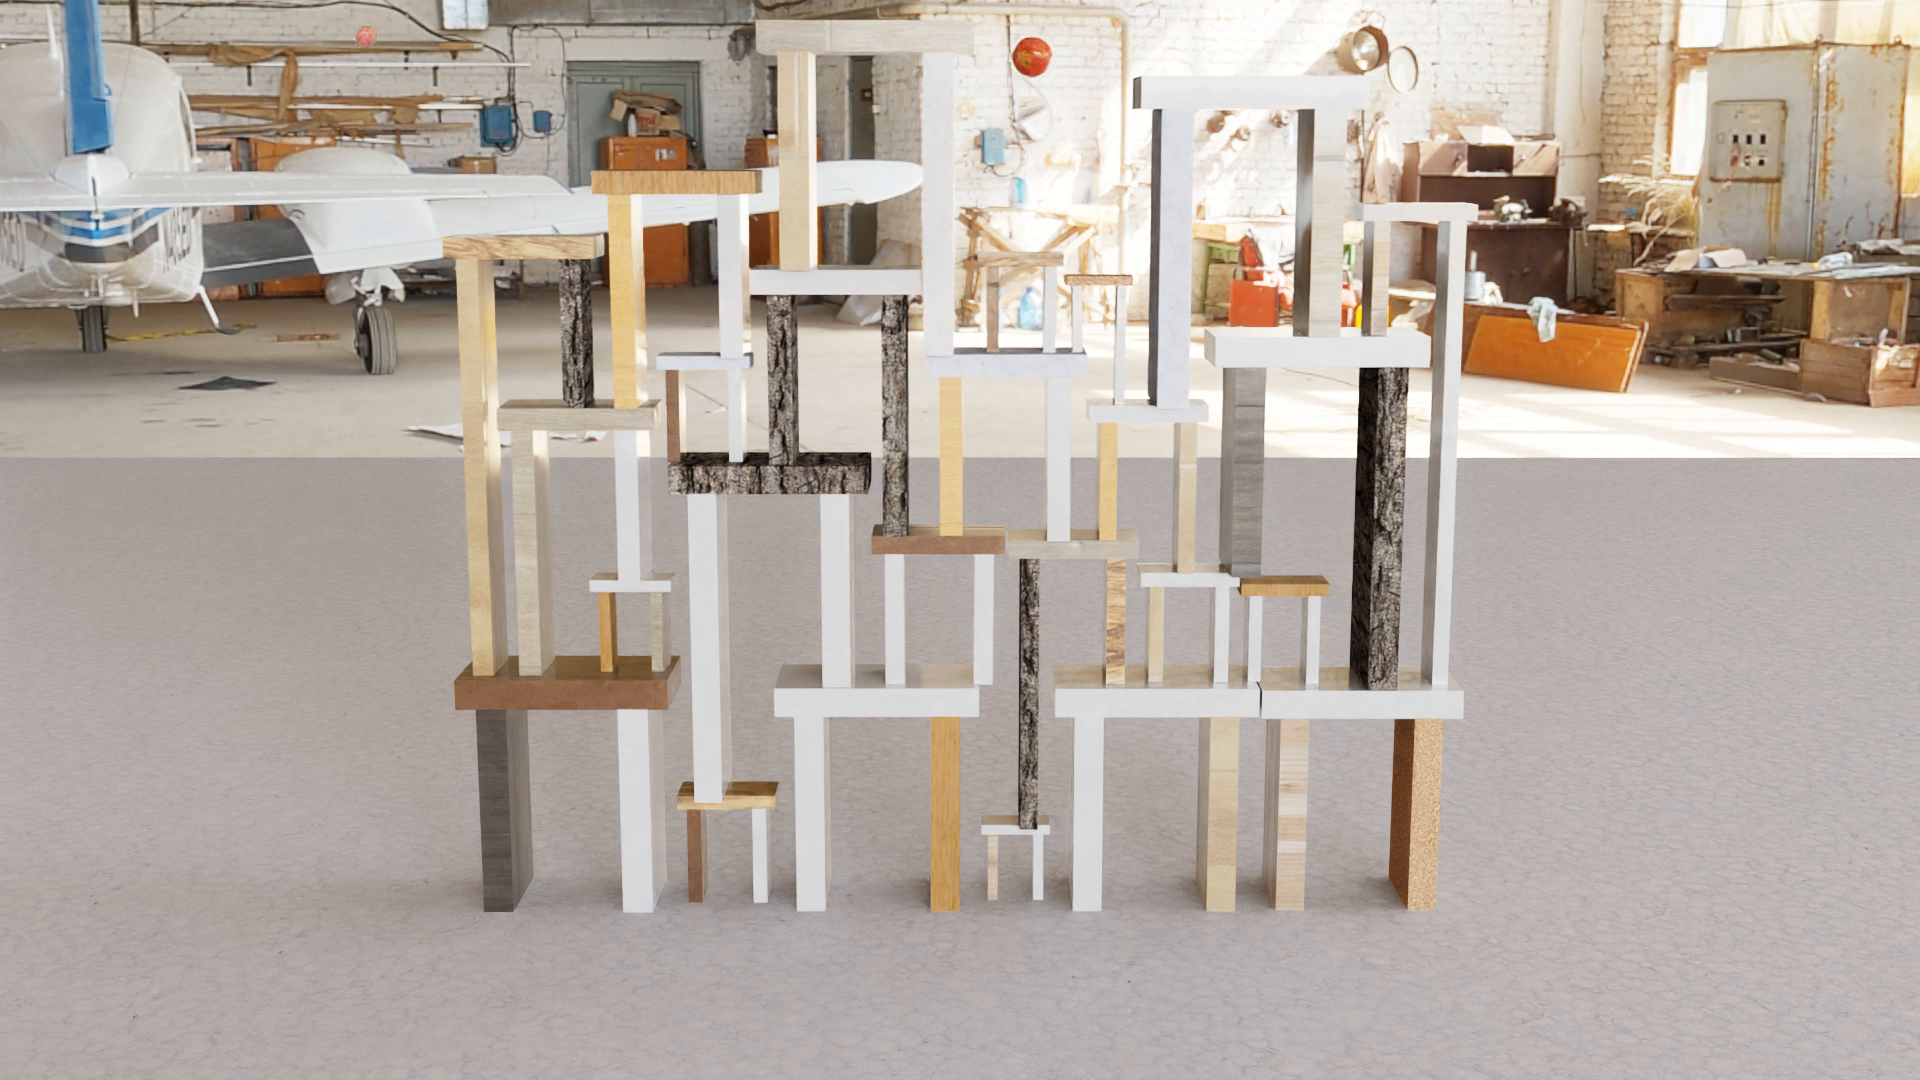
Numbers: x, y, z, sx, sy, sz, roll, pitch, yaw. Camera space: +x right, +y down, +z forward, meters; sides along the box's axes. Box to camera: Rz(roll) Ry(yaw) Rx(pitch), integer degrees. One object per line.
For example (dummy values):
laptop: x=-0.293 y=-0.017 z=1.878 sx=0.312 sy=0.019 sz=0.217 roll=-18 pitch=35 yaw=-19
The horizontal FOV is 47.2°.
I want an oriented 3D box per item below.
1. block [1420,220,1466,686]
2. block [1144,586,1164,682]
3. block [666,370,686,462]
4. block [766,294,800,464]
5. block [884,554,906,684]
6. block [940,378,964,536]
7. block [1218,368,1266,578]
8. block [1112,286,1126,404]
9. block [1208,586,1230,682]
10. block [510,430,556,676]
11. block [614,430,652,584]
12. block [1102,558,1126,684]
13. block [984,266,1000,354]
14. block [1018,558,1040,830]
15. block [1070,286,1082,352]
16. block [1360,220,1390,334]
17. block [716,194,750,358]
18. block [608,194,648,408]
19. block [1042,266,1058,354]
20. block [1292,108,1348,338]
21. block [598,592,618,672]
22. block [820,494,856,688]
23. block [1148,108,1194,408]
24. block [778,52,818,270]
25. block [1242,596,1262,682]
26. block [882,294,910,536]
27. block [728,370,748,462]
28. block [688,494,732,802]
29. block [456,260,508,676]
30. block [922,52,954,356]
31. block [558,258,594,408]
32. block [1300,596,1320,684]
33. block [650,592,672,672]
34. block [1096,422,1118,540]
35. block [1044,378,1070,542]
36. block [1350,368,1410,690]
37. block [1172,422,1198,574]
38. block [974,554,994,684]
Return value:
block: x=0.776 y=-0.139 z=3.535 sx=0.025 sy=0.744 sz=0.089 roll=0 pitch=11 yaw=0
block: x=0.317 y=0.146 z=3.584 sx=0.022 sy=0.158 sz=0.079 roll=0 pitch=11 yaw=0
block: x=-0.455 y=-0.203 z=3.524 sx=0.021 sy=0.148 sz=0.074 roll=0 pitch=11 yaw=0
block: x=-0.282 y=-0.262 z=3.513 sx=0.038 sy=0.268 sz=0.134 roll=0 pitch=11 yaw=0
block: x=-0.105 y=0.118 z=3.577 sx=0.030 sy=0.213 sz=0.107 roll=0 pitch=11 yaw=0
block: x=-0.013 y=-0.142 z=3.535 sx=0.036 sy=0.253 sz=0.126 roll=0 pitch=10 yaw=2
block: x=0.454 y=-0.120 z=3.542 sx=0.047 sy=0.335 sz=0.167 roll=0 pitch=10 yaw=0
block: x=0.254 y=-0.312 z=3.499 sx=0.015 sy=0.186 sz=0.053 roll=0 pitch=11 yaw=0
block: x=0.422 y=0.146 z=3.584 sx=0.022 sy=0.158 sz=0.079 roll=0 pitch=11 yaw=0
block: x=-0.691 y=0.012 z=3.565 sx=0.035 sy=0.397 sz=0.124 roll=0 pitch=11 yaw=0
block: x=-0.528 y=-0.063 z=3.561 sx=0.035 sy=0.248 sz=0.124 roll=0 pitch=10 yaw=1
block: x=0.251 y=0.122 z=3.581 sx=0.029 sy=0.207 sz=0.103 roll=0 pitch=11 yaw=0
block: x=0.051 y=-0.367 z=3.487 sx=0.019 sy=0.135 sz=0.067 roll=0 pitch=11 yaw=-2
block: x=0.112 y=0.242 z=3.603 sx=0.029 sy=0.452 sz=0.104 roll=0 pitch=11 yaw=0
block: x=0.185 y=-0.352 z=3.488 sx=0.015 sy=0.105 sz=0.053 roll=-1 pitch=10 yaw=-1
block: x=0.658 y=-0.418 z=3.484 sx=0.025 sy=0.177 sz=0.089 roll=0 pitch=11 yaw=0
block: x=-0.358 y=-0.421 z=3.483 sx=0.036 sy=0.253 sz=0.126 roll=0 pitch=10 yaw=0
block: x=-0.527 y=-0.382 z=3.493 sx=0.036 sy=0.333 sz=0.126 roll=0 pitch=10 yaw=0
block: x=0.142 y=-0.368 z=3.486 sx=0.019 sy=0.135 sz=0.067 roll=1 pitch=11 yaw=0
block: x=0.566 y=-0.501 z=3.465 sx=0.049 sy=0.348 sz=0.174 roll=0 pitch=11 yaw=0
block: x=-0.574 y=0.144 z=3.587 sx=0.018 sy=0.131 sz=0.065 roll=-1 pitch=11 yaw=-1
block: x=-0.198 y=0.068 z=3.570 sx=0.044 sy=0.314 sz=0.157 roll=0 pitch=10 yaw=0
block: x=0.332 y=-0.447 z=3.474 sx=0.049 sy=0.459 sz=0.174 roll=0 pitch=11 yaw=0
block: x=-0.254 y=-0.594 z=3.450 sx=0.047 sy=0.330 sz=0.165 roll=0 pitch=10 yaw=0
block: x=0.477 y=0.154 z=3.589 sx=0.020 sy=0.141 sz=0.071 roll=0 pitch=11 yaw=0
block: x=-0.103 y=-0.206 z=3.523 sx=0.038 sy=0.383 sz=0.134 roll=0 pitch=10 yaw=0
block: x=-0.357 y=-0.203 z=3.524 sx=0.021 sy=0.148 sz=0.074 roll=0 pitch=10 yaw=0
block: x=-0.407 y=0.162 z=3.587 sx=0.044 sy=0.505 sz=0.157 roll=0 pitch=11 yaw=0
block: x=-0.768 y=-0.120 z=3.538 sx=0.033 sy=0.667 sz=0.117 roll=0 pitch=11 yaw=0
block: x=-0.033 y=-0.529 z=3.464 sx=0.047 sy=0.463 sz=0.165 roll=0 pitch=10 yaw=0
block: x=-0.610 y=-0.333 z=3.503 sx=0.033 sy=0.234 sz=0.117 roll=0 pitch=10 yaw=-2
block: x=0.571 y=0.156 z=3.589 sx=0.020 sy=0.145 sz=0.071 roll=0 pitch=11 yaw=0
block: x=-0.488 y=0.144 z=3.588 sx=0.018 sy=0.131 sz=0.065 roll=1 pitch=11 yaw=4
block: x=0.236 y=-0.102 z=3.539 sx=0.027 sy=0.189 sz=0.095 roll=0 pitch=11 yaw=0
block: x=0.156 y=-0.138 z=3.536 sx=0.036 sy=0.261 sz=0.126 roll=0 pitch=11 yaw=0
block: x=0.677 y=-0.029 z=3.559 sx=0.047 sy=0.520 sz=0.167 roll=0 pitch=11 yaw=0
block: x=0.361 y=-0.075 z=3.545 sx=0.027 sy=0.244 sz=0.095 roll=0 pitch=11 yaw=-1
block: x=0.038 y=0.118 z=3.577 sx=0.030 sy=0.213 sz=0.107 roll=0 pitch=11 yaw=0
